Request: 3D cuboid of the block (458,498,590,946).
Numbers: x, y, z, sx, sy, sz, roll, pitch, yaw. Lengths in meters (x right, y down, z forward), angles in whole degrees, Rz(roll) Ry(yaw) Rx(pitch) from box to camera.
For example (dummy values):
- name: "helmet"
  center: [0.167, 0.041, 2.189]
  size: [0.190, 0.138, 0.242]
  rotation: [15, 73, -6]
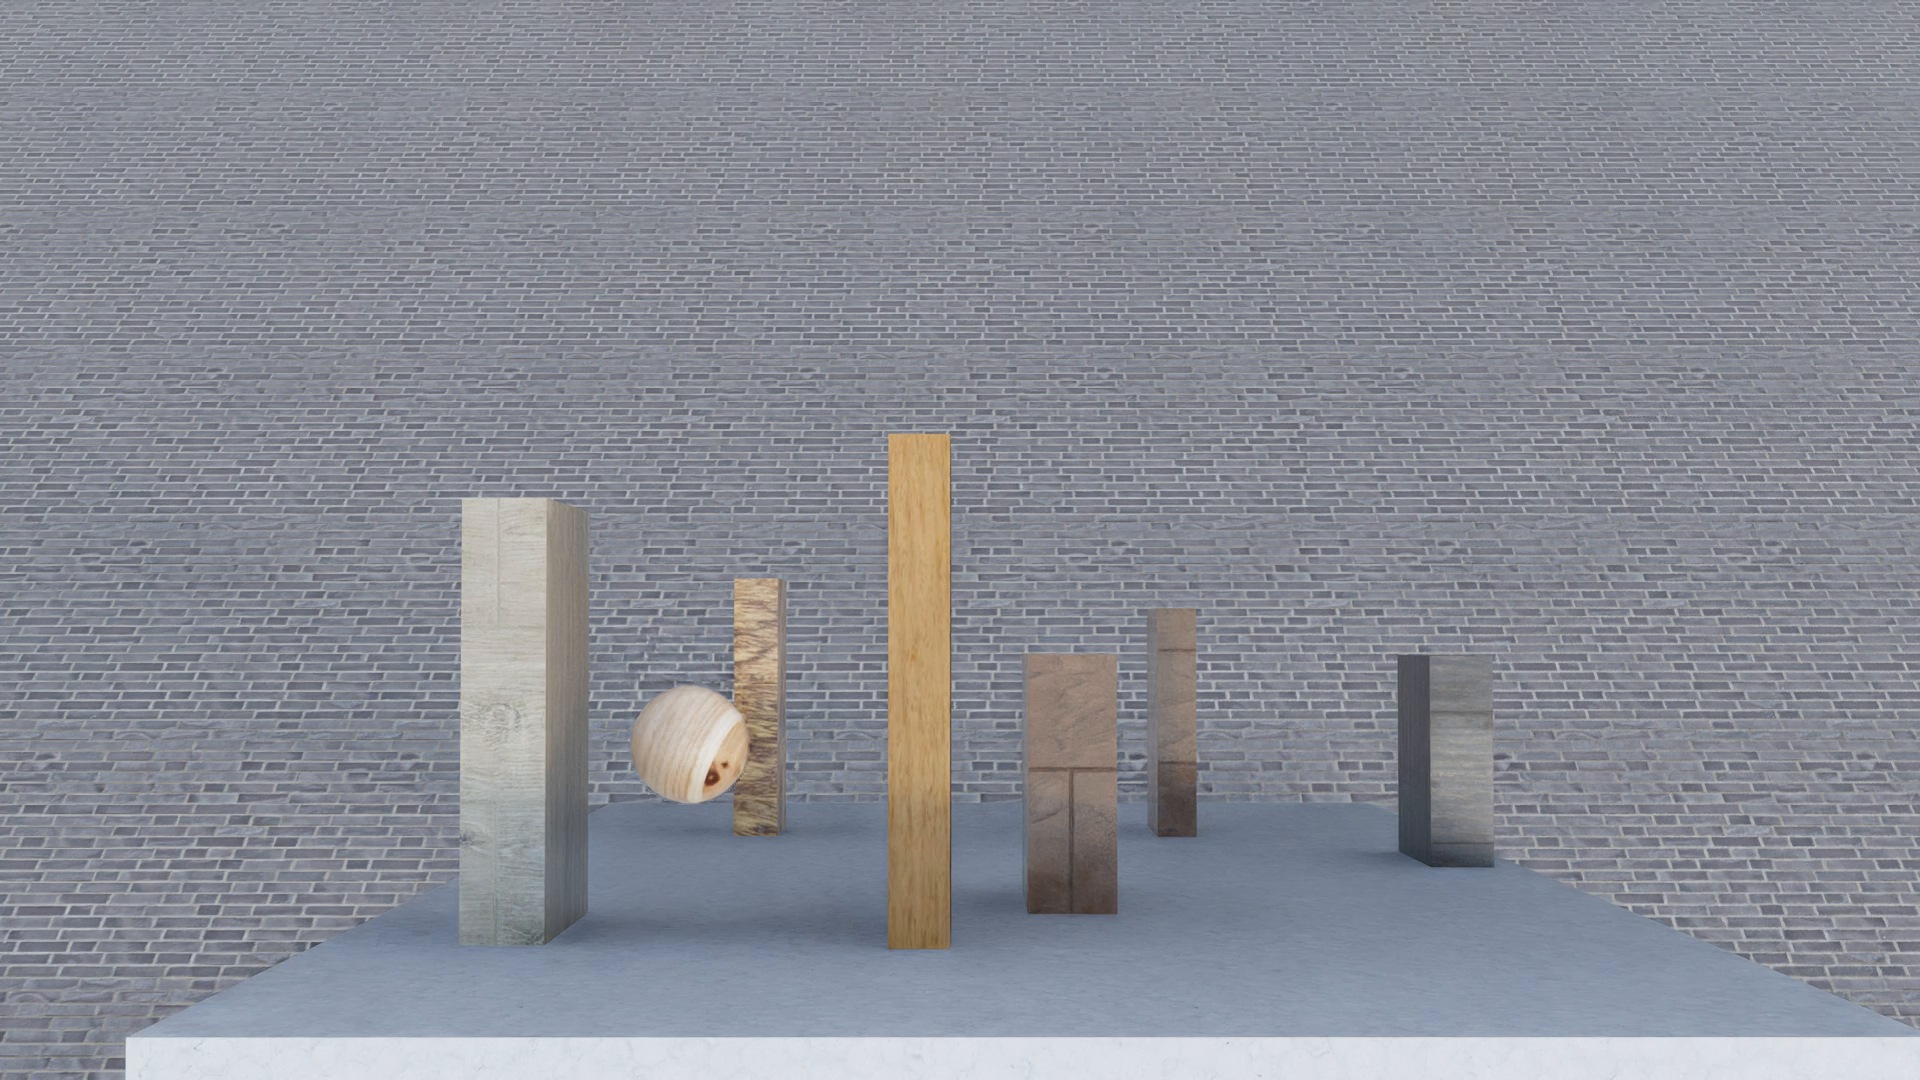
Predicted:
- name: "block"
  center: [-0.656, 0.268, 3.948]
  size: [0.122, 0.641, 0.435]
  rotation: [0, -2, 0]

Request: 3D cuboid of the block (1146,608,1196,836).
- name: "block"
  center: [0.478, 0.407, 5.880]
  size: [0.086, 0.503, 0.317]
  rotation: [0, -2, 0]

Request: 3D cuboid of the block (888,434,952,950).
- name: "block"
  center: [-0.058, 0.222, 3.908]
  size: [0.088, 0.730, 0.436]
  rotation: [0, -2, 0]

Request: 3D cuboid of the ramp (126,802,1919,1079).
- name: "ramp"
  center: [0.079, 0.672, 4.867]
  size: [2.000, 0.100, 4.000]
  rotation: [0, -2, 0]

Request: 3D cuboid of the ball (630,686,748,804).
- name: "ball"
  center: [-0.284, 0.215, 2.730]
  size: [0.123, 0.123, 0.123]
  rotation: [0, 36, 0]

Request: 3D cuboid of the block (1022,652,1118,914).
- name: "block"
  center: [0.179, 0.396, 4.335]
  size: [0.142, 0.412, 0.391]
  rotation: [0, -2, 0]

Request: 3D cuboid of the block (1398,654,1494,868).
- name: "block"
  center: [0.960, 0.431, 5.156]
  size: [0.121, 0.403, 0.366]
  rotation: [0, -2, 0]

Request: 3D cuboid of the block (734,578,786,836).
- name: "block"
  center: [-0.451, 0.375, 5.890]
  size: [0.096, 0.569, 0.292]
  rotation: [0, -2, 0]
